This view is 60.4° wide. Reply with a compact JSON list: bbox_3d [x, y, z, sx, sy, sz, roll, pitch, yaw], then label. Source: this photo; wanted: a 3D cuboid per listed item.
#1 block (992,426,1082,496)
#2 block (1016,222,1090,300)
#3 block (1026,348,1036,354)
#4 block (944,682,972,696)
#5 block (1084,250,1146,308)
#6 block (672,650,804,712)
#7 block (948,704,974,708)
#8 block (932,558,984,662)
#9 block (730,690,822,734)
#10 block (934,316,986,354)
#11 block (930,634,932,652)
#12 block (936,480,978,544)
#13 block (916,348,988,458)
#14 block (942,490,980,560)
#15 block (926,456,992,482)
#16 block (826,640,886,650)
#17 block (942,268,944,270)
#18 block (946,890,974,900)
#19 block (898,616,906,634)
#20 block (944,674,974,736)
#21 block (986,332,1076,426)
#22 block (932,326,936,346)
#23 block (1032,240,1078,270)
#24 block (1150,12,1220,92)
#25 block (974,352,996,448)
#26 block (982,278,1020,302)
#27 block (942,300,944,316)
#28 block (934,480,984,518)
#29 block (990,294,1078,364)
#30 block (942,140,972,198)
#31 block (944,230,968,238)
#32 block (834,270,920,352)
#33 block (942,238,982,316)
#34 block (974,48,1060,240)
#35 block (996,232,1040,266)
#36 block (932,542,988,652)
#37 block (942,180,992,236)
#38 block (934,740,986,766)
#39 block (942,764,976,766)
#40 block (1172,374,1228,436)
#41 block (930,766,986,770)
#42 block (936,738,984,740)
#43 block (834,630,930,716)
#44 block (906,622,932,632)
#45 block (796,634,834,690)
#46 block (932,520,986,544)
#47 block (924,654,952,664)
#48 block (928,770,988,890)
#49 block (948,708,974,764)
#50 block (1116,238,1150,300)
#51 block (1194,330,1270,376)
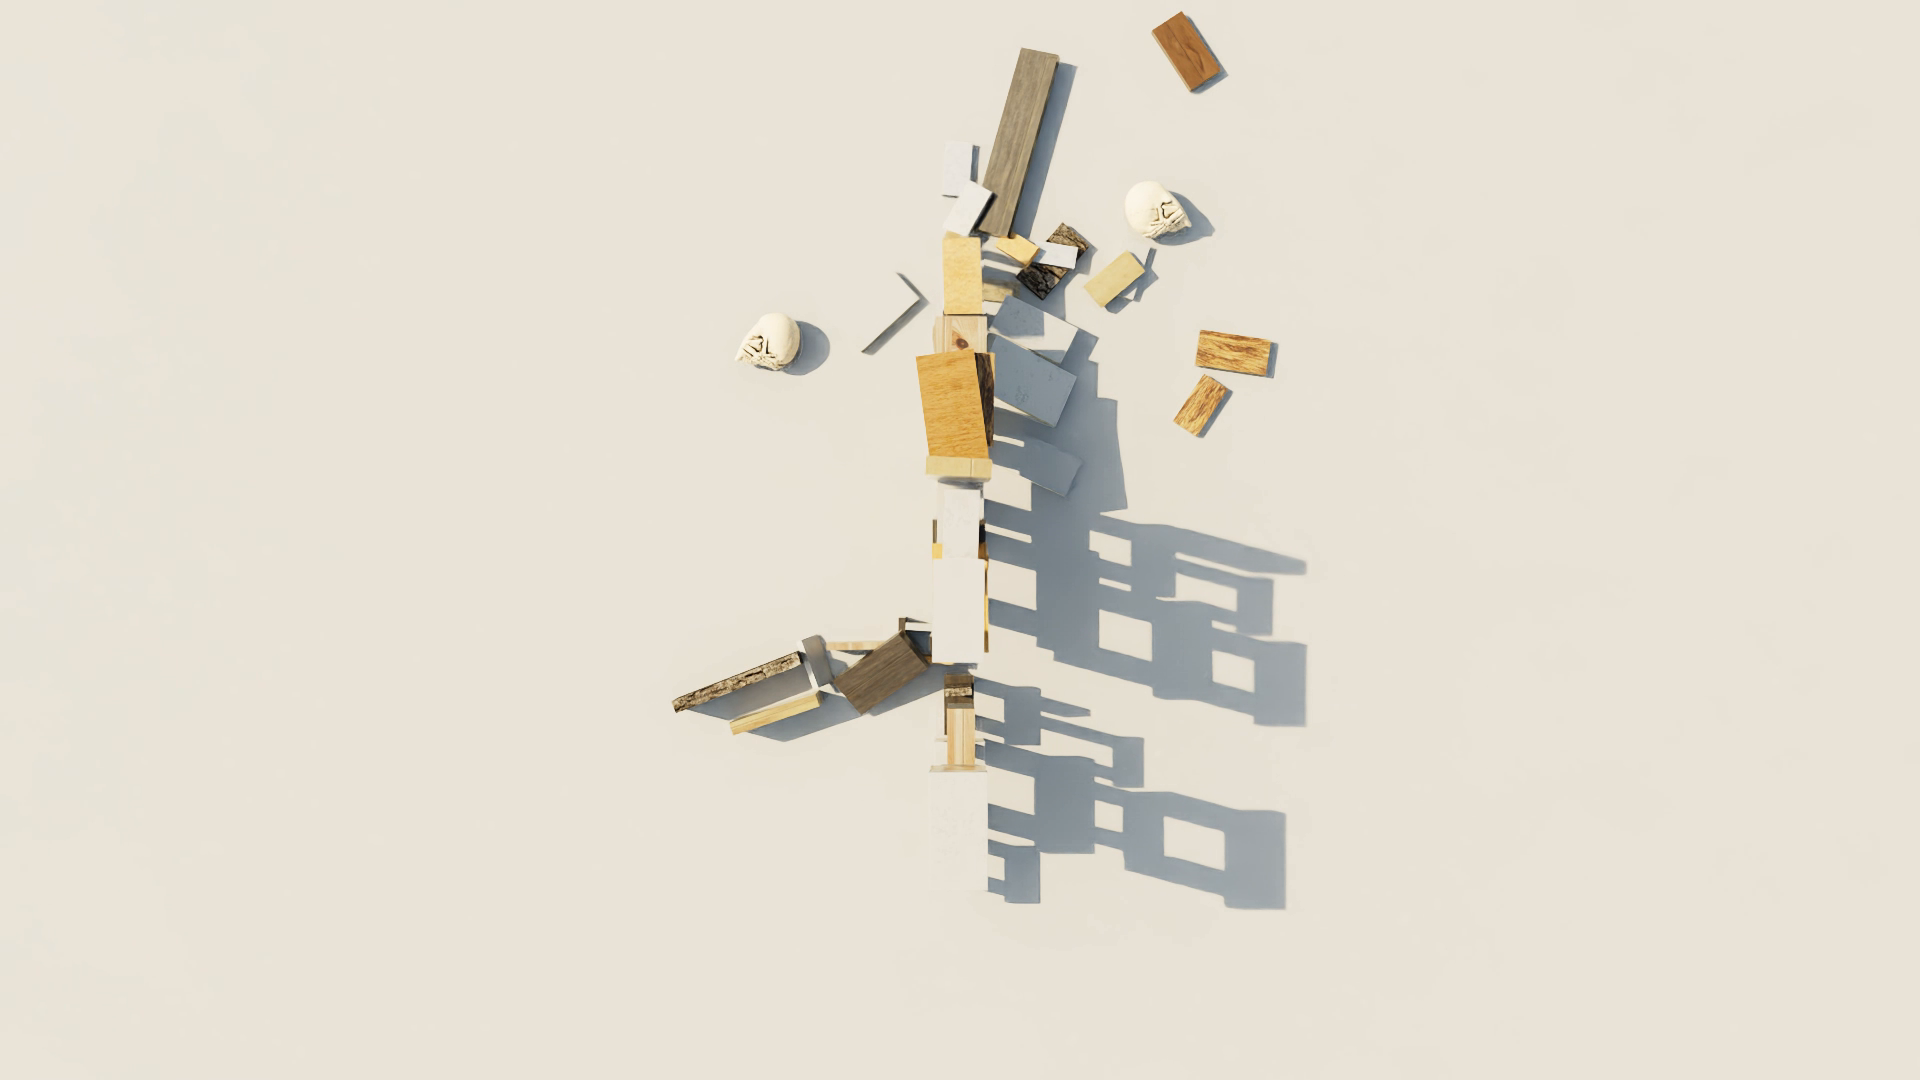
[{"bbox_3d":[0.253,-0.263,5.481,0.271,0.038,0.135,24,90,0],"label":"block"},{"bbox_3d":[0.307,-0.926,5.483,0.118,0.033,0.236,41,90,0],"label":"block"},{"bbox_3d":[0.180,-0.628,5.481,0.135,0.038,0.271,26,90,0],"label":"block"},{"bbox_3d":[-0.005,0.471,5.197,0.084,0.167,0.024,-4,90,0],"label":"block"},{"bbox_3d":[0.510,-0.864,5.460,0.187,0.027,0.094,-40,90,0],"label":"block"},{"bbox_3d":[-0.726,0.464,5.426,0.437,0.148,0.042,-21,90,0],"label":"block"},{"bbox_3d":[0.003,0.535,5.126,0.083,0.309,0.024,0,90,0],"label":"block"},{"bbox_3d":[-0.004,0.191,4.463,0.139,0.039,0.278,0,90,0],"label":"block"},{"bbox_3d":[-0.603,0.567,5.426,0.295,0.148,0.042,-19,90,0],"label":"block"},{"bbox_3d":[0.001,-0.535,5.156,0.161,0.046,0.321,1,90,0],"label":"block"},{"bbox_3d":[-0.012,0.280,4.622,0.139,0.278,0.039,-2,90,0],"label":"block"},{"bbox_3d":[-0.007,-0.106,4.870,0.119,0.034,0.239,1,90,0],"label":"block"},{"bbox_3d":[-0.023,-0.396,5.069,0.180,0.051,0.359,-8,90,0],"label":"block"},{"bbox_3d":[0.003,-0.041,4.552,0.098,0.028,0.195,2,90,0],"label":"block"},{"bbox_3d":[-0.004,-0.198,4.659,0.180,0.388,0.051,3,90,0],"label":"block"},{"bbox_3d":[-0.335,0.348,5.458,0.204,0.084,0.024,-1,90,0],"label":"block"},{"bbox_3d":[0.005,-0.903,5.379,0.121,0.241,0.034,2,91,0],"label":"block"},{"bbox_3d":[0.001,1.059,5.299,0.094,0.027,0.188,0,90,0],"label":"block"},{"bbox_3d":[-0.193,0.335,5.460,0.023,0.080,0.159,1,90,0],"label":"block"},{"bbox_3d":[-0.003,0.529,5.295,0.096,0.027,0.192,0,90,0],"label":"block"},{"bbox_3d":[0.204,-0.521,5.375,0.359,0.051,0.180,23,90,-35],"label":"block"},{"bbox_3d":[-0.007,-0.648,5.339,0.161,0.321,0.046,0,90,0],"label":"block"},{"bbox_3d":[0.314,-0.943,5.457,0.141,0.020,0.071,10,90,0],"label":"block"},{"bbox_3d":[0.750,-1.624,5.483,0.118,0.033,0.236,-33,90,0],"label":"block"},{"bbox_3d":[0.038,-0.435,5.114,0.135,0.038,0.289,1,90,0],"label":"block"},{"bbox_3d":[0.128,-0.829,5.490,0.141,0.020,0.071,7,90,0],"label":"block"},{"bbox_3d":[0.004,-0.748,5.379,0.121,0.241,0.034,1,89,0],"label":"block"},{"bbox_3d":[-0.003,-0.221,5.173,0.153,0.043,0.305,0,90,0],"label":"block"},{"bbox_3d":[0.243,-0.695,5.443,0.261,0.037,0.130,26,90,0],"label":"block"},{"bbox_3d":[-0.009,-1.233,5.487,0.090,0.026,0.180,5,90,0],"label":"block"},{"bbox_3d":[-0.003,-0.975,5.410,0.090,0.180,0.025,19,91,0],"label":"block"},{"bbox_3d":[-0.276,-0.760,5.482,0.261,0.037,0.131,-42,90,0],"label":"block"},{"bbox_3d":[0.007,-0.836,5.241,0.121,0.034,0.241,-2,90,0],"label":"block"},{"bbox_3d":[0.183,-1.315,5.466,0.130,0.037,0.622,16,90,14],"label":"block"},{"bbox_3d":[0.191,-0.967,5.458,0.141,0.020,0.071,36,90,28],"label":"block"},{"bbox_3d":[0.001,0.168,4.784,0.159,0.045,0.319,-1,90,0],"label":"block"},{"bbox_3d":[0.025,-1.089,5.455,0.090,0.025,0.180,31,95,13],"label":"block"},{"bbox_3d":[-0.001,0.789,5.161,0.158,0.045,0.317,0,90,0],"label":"block"},{"bbox_3d":[-0.004,0.714,5.029,0.109,0.219,0.031,0,90,0],"label":"block"},{"bbox_3d":[0.798,-0.448,5.487,0.094,0.027,0.187,33,90,0],"label":"block"},{"bbox_3d":[-0.005,0.691,4.727,0.162,0.323,0.046,0,90,0],"label":"block"},{"bbox_3d":[-0.001,0.683,5.342,0.158,0.317,0.045,0,90,0],"label":"block"},{"bbox_3d":[-0.258,0.436,5.417,0.295,0.042,0.148,-36,99,21],"label":"block"},{"bbox_3d":[-0.099,0.288,5.460,0.159,0.080,0.023,4,90,0],"label":"block"},{"bbox_3d":[-0.479,0.403,5.459,0.024,0.084,0.167,-20,90,36],"label":"block"},{"bbox_3d":[-0.003,0.100,5.148,0.164,0.047,0.329,0,90,0],"label":"block"},{"bbox_3d":[-0.102,0.395,5.460,0.159,0.080,0.023,3,90,0],"label":"block"},{"bbox_3d":[-0.005,0.799,4.543,0.162,0.046,0.323,0,90,0],"label":"block"},{"bbox_3d":[0.003,0.590,4.960,0.083,0.024,0.167,0,90,0],"label":"block"},{"bbox_3d":[0.559,-0.901,5.487,0.094,0.027,0.187,18,90,0],"label":"block"},{"bbox_3d":[0.905,-0.622,5.483,0.236,0.033,0.118,9,90,0],"label":"block"}]
